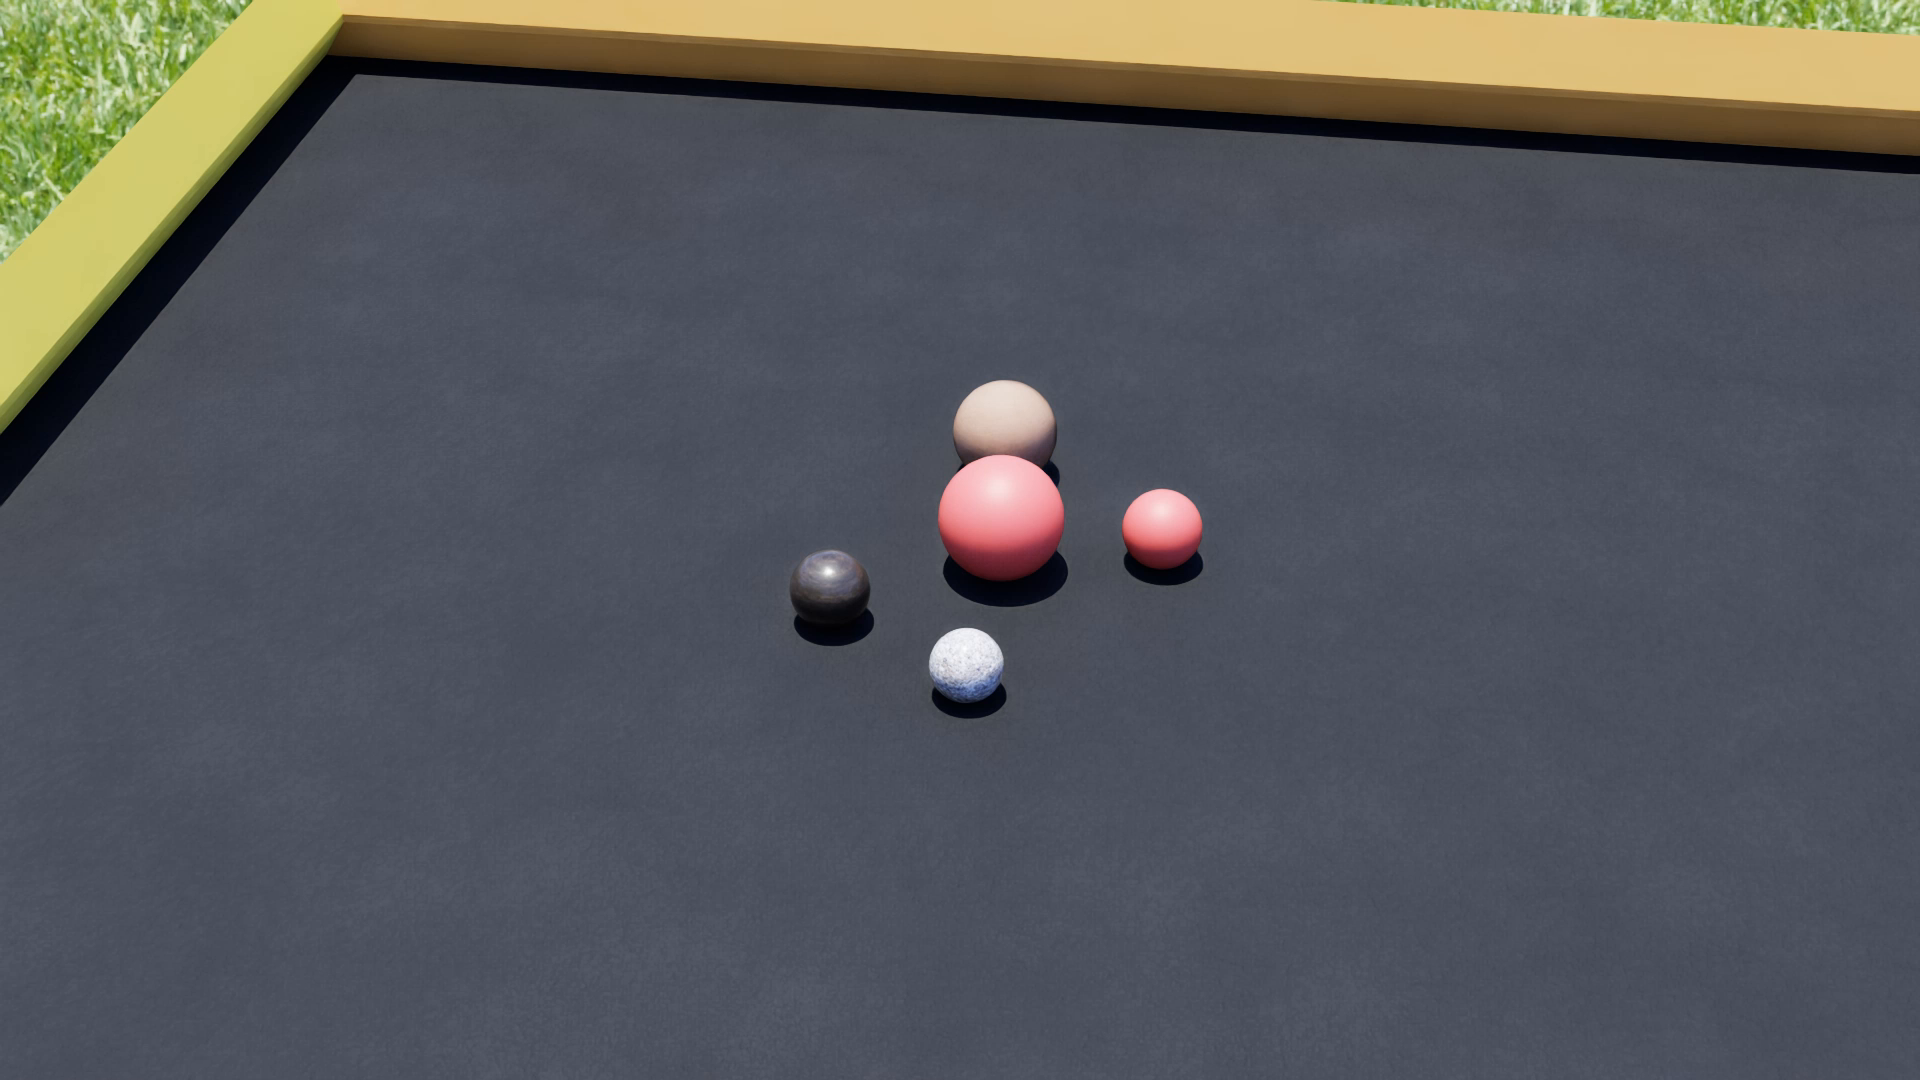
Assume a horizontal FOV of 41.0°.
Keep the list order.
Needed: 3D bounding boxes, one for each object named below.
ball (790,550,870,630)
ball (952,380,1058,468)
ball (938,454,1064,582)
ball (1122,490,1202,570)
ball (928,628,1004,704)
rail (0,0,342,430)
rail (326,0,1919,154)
[{"bbox_3d":[-0.095,0.036,1.882,0.059,0.059,0.059,0,35,0],"label":"ball"},{"bbox_3d":[0.036,-0.086,2.038,0.083,0.083,0.083,0,35,0],"label":"ball"},{"bbox_3d":[0.031,-0.016,1.927,0.095,0.095,0.095,0,35,0],"label":"ball"},{"bbox_3d":[0.153,-0.008,1.945,0.061,0.061,0.061,0,35,0],"label":"ball"},{"bbox_3d":[0.005,0.089,1.811,0.054,0.054,0.054,0,35,0],"label":"ball"},{"bbox_3d":[-0.782,-0.089,2.005,0.045,0.124,1.712,5,35,7],"label":"rail"},{"bbox_3d":[0.929,-0.421,2.488,3.258,0.124,0.045,5,35,7],"label":"rail"}]
